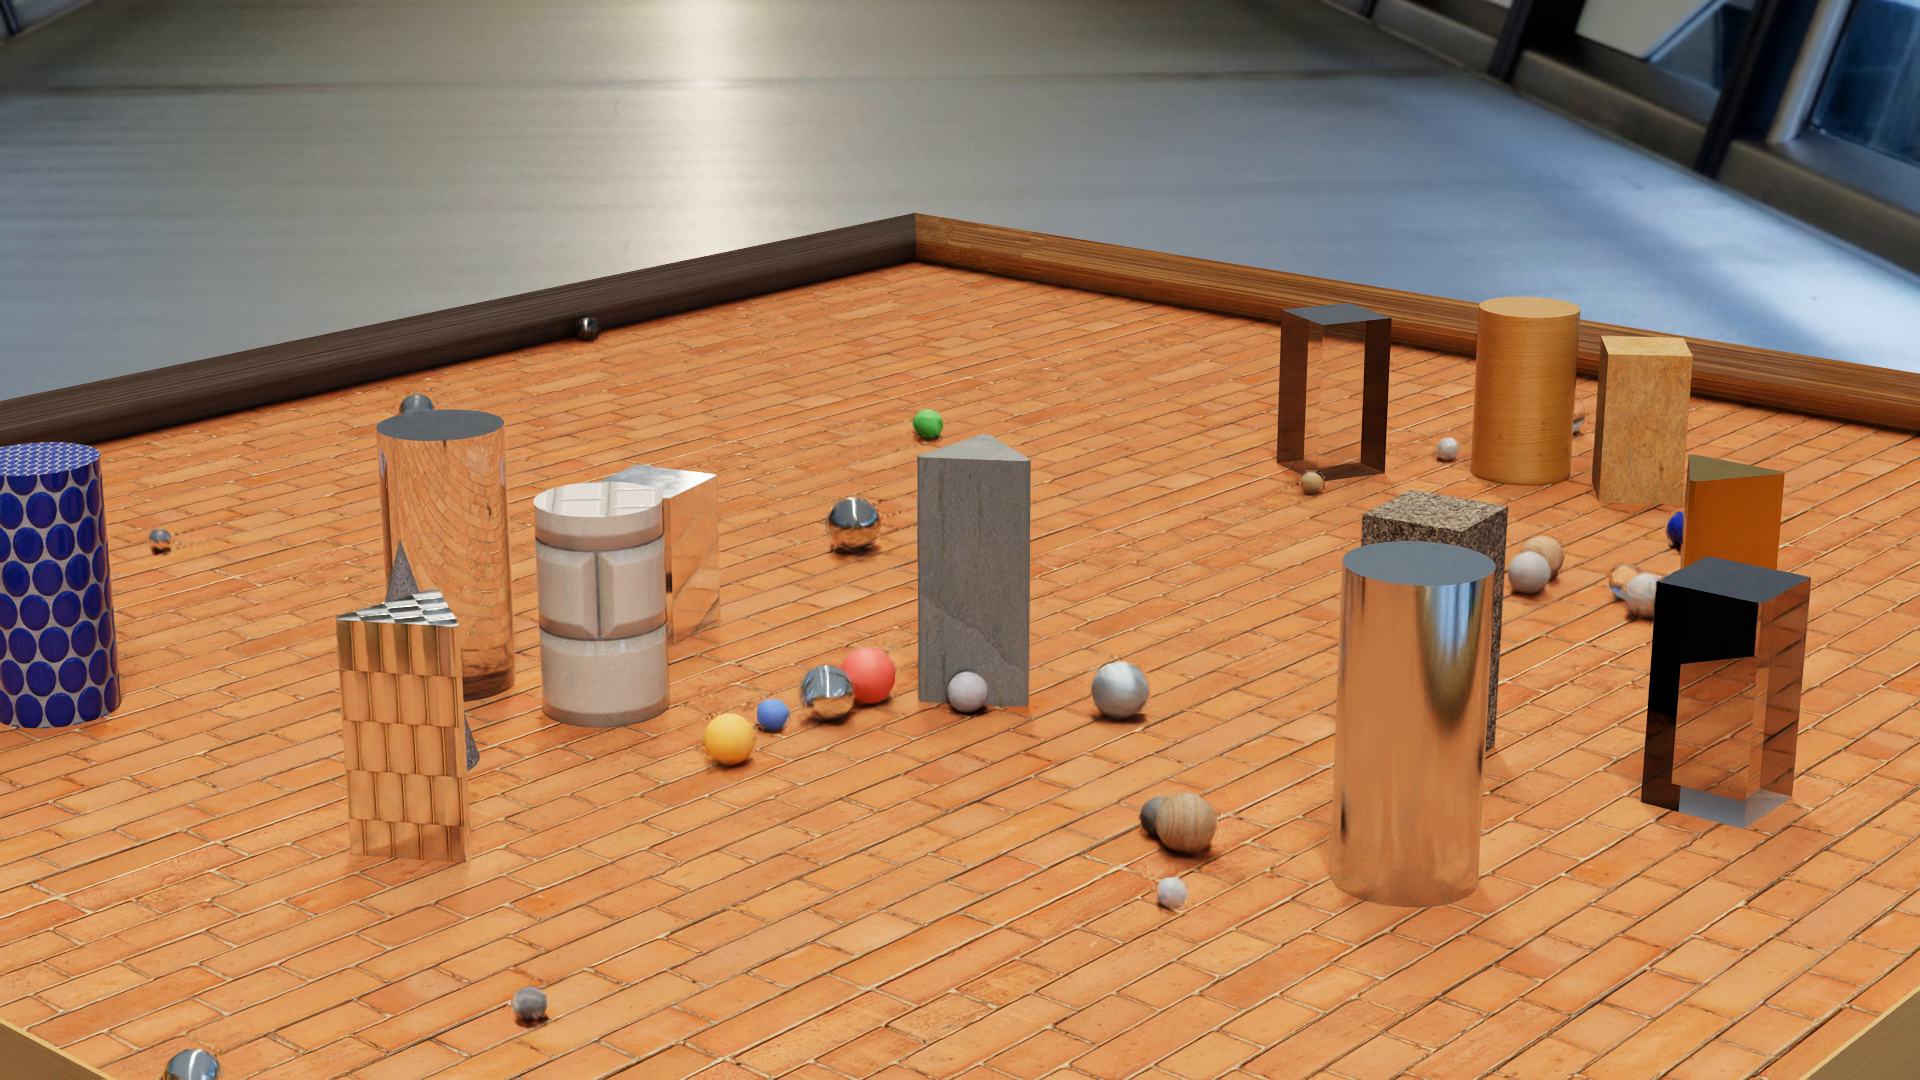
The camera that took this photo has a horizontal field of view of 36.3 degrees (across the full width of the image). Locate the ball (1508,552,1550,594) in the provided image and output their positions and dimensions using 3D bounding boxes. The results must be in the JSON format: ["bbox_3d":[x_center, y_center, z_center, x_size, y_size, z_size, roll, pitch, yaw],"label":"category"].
[{"bbox_3d":[0.997,0.058,5.133,0.074,0.074,0.074,0,17,0],"label":"ball"}]

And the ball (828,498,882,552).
[{"bbox_3d":[-0.194,-0.028,5.376,0.099,0.099,0.099,0,17,0],"label":"ball"}]

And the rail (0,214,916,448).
[{"bbox_3d":[-1.522,-0.349,6.386,0.045,0.128,4.325,14,22,39],"label":"rail"}]

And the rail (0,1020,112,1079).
[{"bbox_3d":[-1.402,0.498,3.574,4.080,0.128,0.045,14,22,39],"label":"rail"}]

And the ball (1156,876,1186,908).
[{"bbox_3d":[0.277,0.462,3.849,0.040,0.040,0.040,0,17,0],"label":"ball"}]

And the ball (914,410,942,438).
[{"bbox_3d":[-0.067,-0.244,6.153,0.062,0.062,0.062,0,17,0],"label":"ball"}]

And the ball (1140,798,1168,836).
[{"bbox_3d":[0.277,0.385,4.081,0.054,0.054,0.054,0,17,0],"label":"ball"}]

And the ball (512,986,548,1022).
[{"bbox_3d":[-0.518,0.558,3.529,0.042,0.042,0.042,0,17,0],"label":"ball"}]

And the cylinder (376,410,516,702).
[{"bbox_3d":[-0.811,0.024,4.636,0.198,0.425,0.198,0,17,0],"label":"cylinder"}]

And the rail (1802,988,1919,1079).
[{"bbox_3d":[1.522,0.414,3.854,0.045,0.128,4.325,14,22,39],"label":"rail"}]

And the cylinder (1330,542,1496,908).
[{"bbox_3d":[0.597,0.242,3.881,0.198,0.443,0.198,0,17,0],"label":"cylinder"}]

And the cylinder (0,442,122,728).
[{"bbox_3d":[-1.414,0.068,4.531,0.198,0.401,0.198,0,17,0],"label":"cylinder"}]

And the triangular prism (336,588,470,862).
[{"bbox_3d":[-0.739,0.251,4.031,0.171,0.340,0.148,3,17,10],"label":"triangular prism"}]

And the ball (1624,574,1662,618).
[{"bbox_3d":[1.172,0.095,5.006,0.076,0.076,0.076,0,17,0],"label":"ball"}]

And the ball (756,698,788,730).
[{"bbox_3d":[-0.287,0.267,4.484,0.048,0.048,0.048,0,17,0],"label":"ball"}]

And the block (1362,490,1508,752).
[{"bbox_3d":[0.696,0.137,4.346,0.158,0.377,0.158,11,20,33],"label":"block"}]

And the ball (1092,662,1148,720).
[{"bbox_3d":[0.247,0.232,4.529,0.089,0.089,0.089,0,17,0],"label":"ball"}]

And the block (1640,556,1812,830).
[{"bbox_3d":[1.088,0.214,4.167,0.158,0.332,0.158,13,21,38],"label":"block"}]

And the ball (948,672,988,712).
[{"bbox_3d":[0.012,0.236,4.557,0.064,0.064,0.064,0,17,0],"label":"ball"}]

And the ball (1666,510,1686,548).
[{"bbox_3d":[1.337,-0.020,5.403,0.068,0.068,0.068,0,17,0],"label":"ball"}]

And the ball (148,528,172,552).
[{"bbox_3d":[-1.468,0.000,5.381,0.042,0.042,0.042,0,17,0],"label":"ball"}]

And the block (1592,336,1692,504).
[{"bbox_3d":[1.329,-0.235,5.721,0.158,0.295,0.158,2,17,7],"label":"block"}]

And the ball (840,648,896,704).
[{"bbox_3d":[-0.145,0.212,4.595,0.088,0.088,0.088,0,17,0],"label":"ball"}]

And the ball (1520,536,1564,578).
[{"bbox_3d":[1.036,0.031,5.217,0.077,0.077,0.077,0,17,0],"label":"ball"}]

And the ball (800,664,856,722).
[{"bbox_3d":[-0.205,0.236,4.519,0.087,0.087,0.087,0,17,0],"label":"ball"}]

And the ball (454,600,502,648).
[{"bbox_3d":[-0.798,0.139,4.850,0.081,0.081,0.081,0,17,0],"label":"ball"}]

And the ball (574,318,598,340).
[{"bbox_3d":[-0.897,-0.506,7.034,0.057,0.057,0.057,0,17,0],"label":"ball"}]

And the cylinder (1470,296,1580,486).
[{"bbox_3d":[1.128,-0.298,5.854,0.198,0.340,0.198,0,17,0],"label":"cylinder"}]

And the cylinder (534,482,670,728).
[{"bbox_3d":[-0.554,0.098,4.544,0.198,0.336,0.198,0,17,0],"label":"cylinder"}]

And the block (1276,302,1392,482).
[{"bbox_3d":[0.750,-0.298,5.889,0.158,0.319,0.158,-8,18,-24],"label":"block"}]

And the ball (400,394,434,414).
[{"bbox_3d":[-1.153,-0.273,6.228,0.075,0.075,0.075,0,17,0],"label":"ball"}]

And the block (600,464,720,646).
[{"bbox_3d":[-0.514,0.023,4.934,0.158,0.255,0.158,8,18,24],"label":"block"}]

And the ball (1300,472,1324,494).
[{"bbox_3d":[0.688,-0.111,5.744,0.045,0.045,0.045,0,17,0],"label":"ball"}]

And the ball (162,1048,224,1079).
[{"bbox_3d":[-0.853,0.599,3.260,0.066,0.066,0.066,0,17,0],"label":"ball"}]

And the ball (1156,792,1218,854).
[{"bbox_3d":[0.310,0.388,4.019,0.084,0.084,0.084,0,17,0],"label":"ball"}]

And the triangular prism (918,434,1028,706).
[{"bbox_3d":[0.030,0.045,4.613,0.171,0.399,0.148,2,17,7],"label":"triangular prism"}]

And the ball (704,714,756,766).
[{"bbox_3d":[-0.342,0.295,4.342,0.077,0.077,0.077,0,17,0],"label":"ball"}]

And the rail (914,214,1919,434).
[{"bbox_3d":[1.402,-0.434,6.666,4.080,0.128,0.045,14,22,39],"label":"rail"}]

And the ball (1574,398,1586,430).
[{"bbox_3d":[1.278,-0.267,6.193,0.084,0.084,0.084,0,17,0],"label":"ball"}]

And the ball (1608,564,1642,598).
[{"bbox_3d":[1.160,0.072,5.106,0.063,0.063,0.063,0,17,0],"label":"ball"}]

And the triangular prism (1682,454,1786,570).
[{"bbox_3d":[1.242,0.020,4.870,0.171,0.298,0.148,-5,18,-17],"label":"triangular prism"}]

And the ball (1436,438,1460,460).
[{"bbox_3d":[0.996,-0.186,5.988,0.047,0.047,0.047,0,17,0],"label":"ball"}]

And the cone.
[{"bbox_3d":[-0.814,0.163,4.313,0.198,0.345,0.198,0,17,0],"label":"cone"}]
